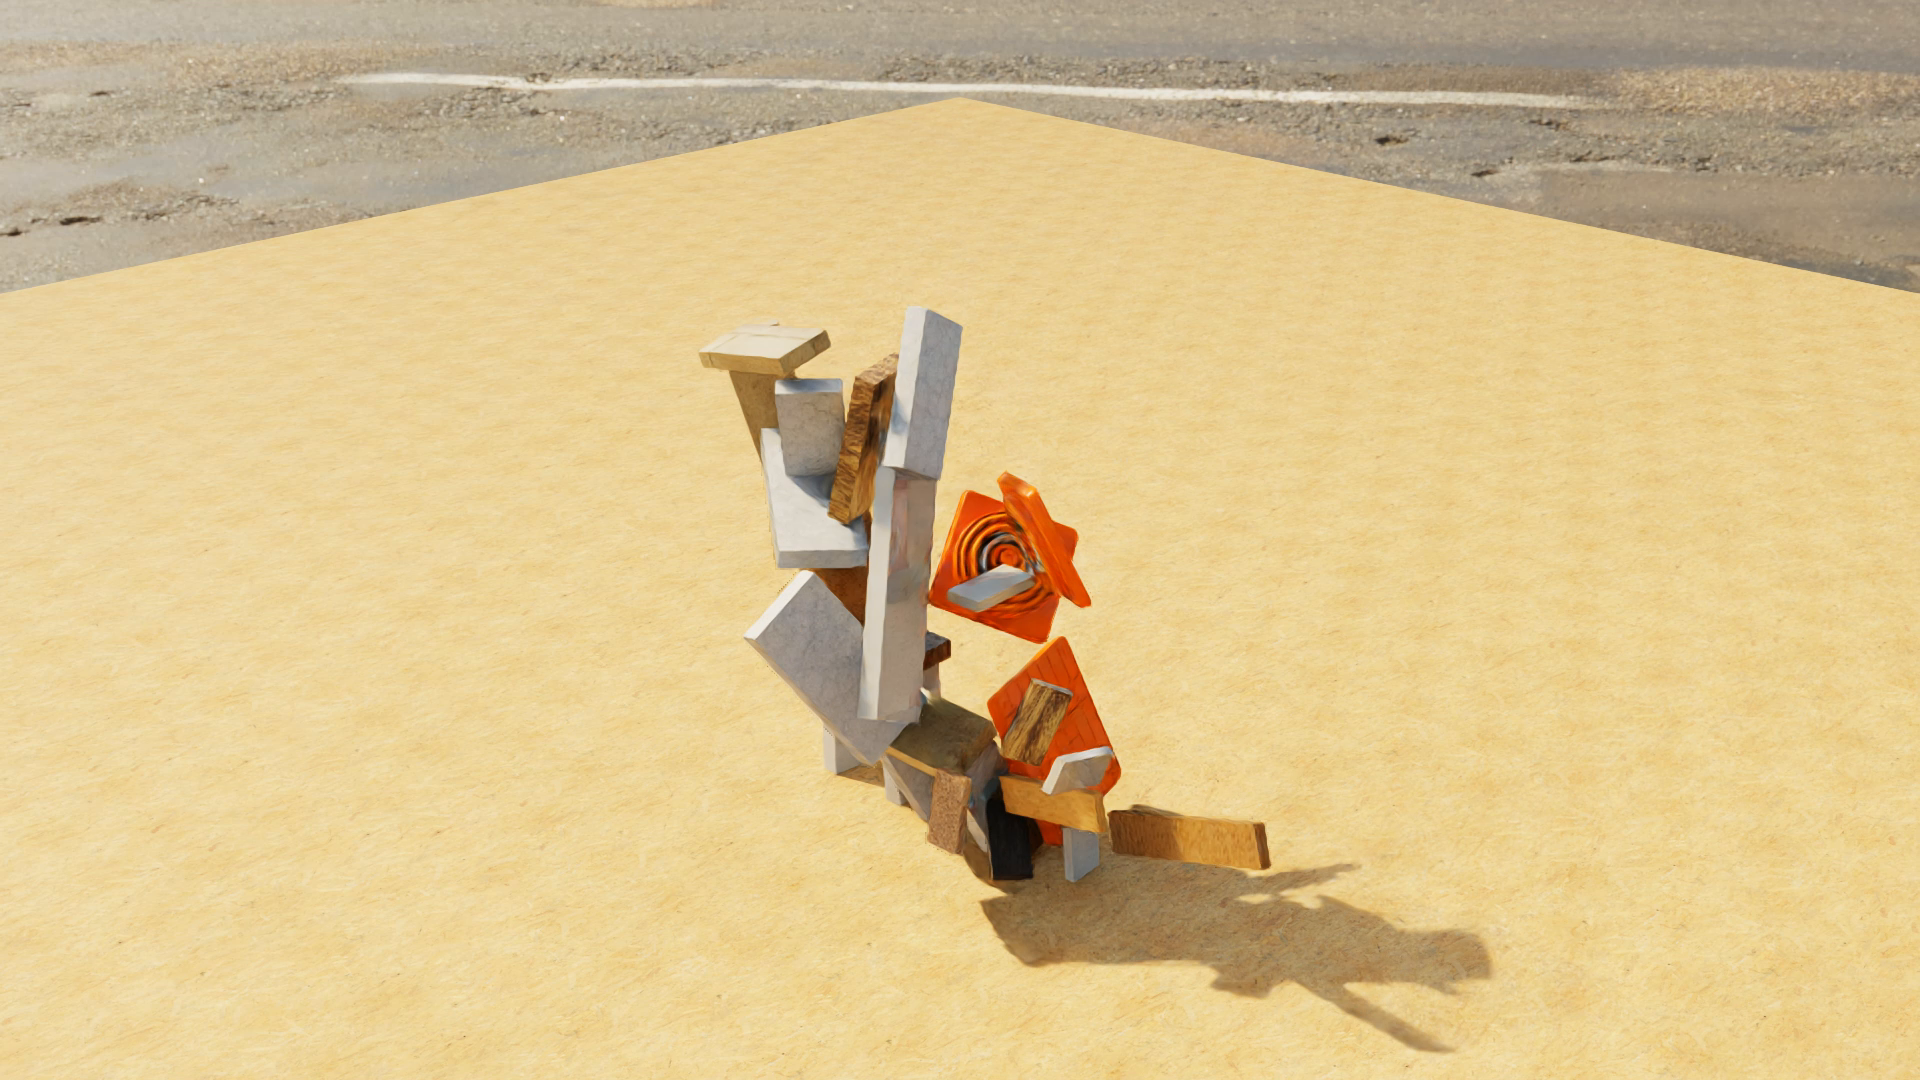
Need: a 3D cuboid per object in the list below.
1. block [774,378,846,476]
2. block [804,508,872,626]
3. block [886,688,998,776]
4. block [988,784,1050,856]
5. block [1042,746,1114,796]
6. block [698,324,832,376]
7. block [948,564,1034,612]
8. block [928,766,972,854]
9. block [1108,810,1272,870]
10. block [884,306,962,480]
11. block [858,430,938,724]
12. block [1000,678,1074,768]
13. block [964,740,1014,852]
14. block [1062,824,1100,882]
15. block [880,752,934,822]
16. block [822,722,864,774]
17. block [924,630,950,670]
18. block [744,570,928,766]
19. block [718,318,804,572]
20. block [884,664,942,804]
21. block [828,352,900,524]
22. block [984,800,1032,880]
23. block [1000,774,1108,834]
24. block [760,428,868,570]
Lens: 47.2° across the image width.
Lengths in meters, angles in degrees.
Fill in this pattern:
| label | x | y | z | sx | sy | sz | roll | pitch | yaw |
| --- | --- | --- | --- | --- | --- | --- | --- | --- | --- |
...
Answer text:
| label | x | y | z | sx | sy | sz | roll | pitch | yaw |
| --- | --- | --- | --- | --- | --- | --- | --- | --- | --- |
| block | -0.277 | -0.211 | 4.139 | 0.123 | 0.246 | 0.035 | -1 | 54 | 0 |
| block | -0.227 | 0.046 | 4.373 | 0.048 | 0.338 | 0.169 | 5 | 34 | 41 |
| block | -0.071 | 0.361 | 4.191 | 0.271 | 0.038 | 0.135 | 22 | 64 | 41 |
| block | 0.115 | 0.539 | 4.276 | 0.022 | 0.152 | 0.076 | -3 | 36 | 45 |
| block | 0.213 | 0.415 | 3.953 | 0.144 | 0.072 | 0.020 | -5 | 36 | -48 |
| block | -0.368 | -0.359 | 4.128 | 0.246 | 0.035 | 0.123 | 10 | 36 | 46 |
| block | 0.059 | 0.090 | 4.137 | 0.078 | 0.022 | 0.157 | 21 | 32 | 39 |
| block | -0.019 | 0.494 | 4.018 | 0.072 | 0.144 | 0.020 | 20 | 20 | 40 |
| block | 0.404 | 0.535 | 3.944 | 0.022 | 0.078 | 0.457 | -10 | 2 | -29 |
| block | -0.067 | -0.268 | 4.051 | 0.042 | 0.295 | 0.148 | 6 | -5 | 27 |
| block | -0.113 | 0.071 | 4.092 | 0.042 | 0.532 | 0.148 | 0 | -7 | 31 |
| block | 0.139 | 0.335 | 4.028 | 0.078 | 0.157 | 0.022 | 18 | 19 | -16 |
| block | 0.044 | 0.478 | 4.246 | 0.038 | 0.271 | 0.135 | 13 | 58 | 35 |
| block | 0.231 | 0.572 | 4.208 | 0.022 | 0.152 | 0.076 | 20 | 37 | 40 |
| block | -0.076 | 0.431 | 4.357 | 0.038 | 0.271 | 0.135 | 22 | 63 | 39 |
| block | -0.222 | 0.335 | 4.606 | 0.142 | 0.284 | 0.040 | -19 | 27 | -37 |
| block | -0.171 | 0.203 | 4.498 | 0.284 | 0.040 | 0.142 | 20 | 30 | 39 |
| block | -0.228 | 0.240 | 4.105 | 0.169 | 0.353 | 0.048 | -49 | 26 | -19 |
| block | -0.325 | -0.132 | 4.418 | 0.123 | 0.631 | 0.035 | -17 | 22 | 1 |
| block | -0.098 | 0.383 | 4.492 | 0.040 | 0.284 | 0.142 | 14 | 27 | 38 |
| block | -0.168 | -0.189 | 4.102 | 0.042 | 0.295 | 0.148 | 24 | 31 | 18 |
| block | 0.092 | 0.568 | 4.165 | 0.076 | 0.022 | 0.152 | -1 | 59 | -7 |
| block | 0.171 | 0.484 | 4.061 | 0.020 | 0.072 | 0.280 | -17 | 12 | -34 |
| block | -0.283 | -0.084 | 4.234 | 0.169 | 0.048 | 0.338 | -1 | 46 | -12 |
